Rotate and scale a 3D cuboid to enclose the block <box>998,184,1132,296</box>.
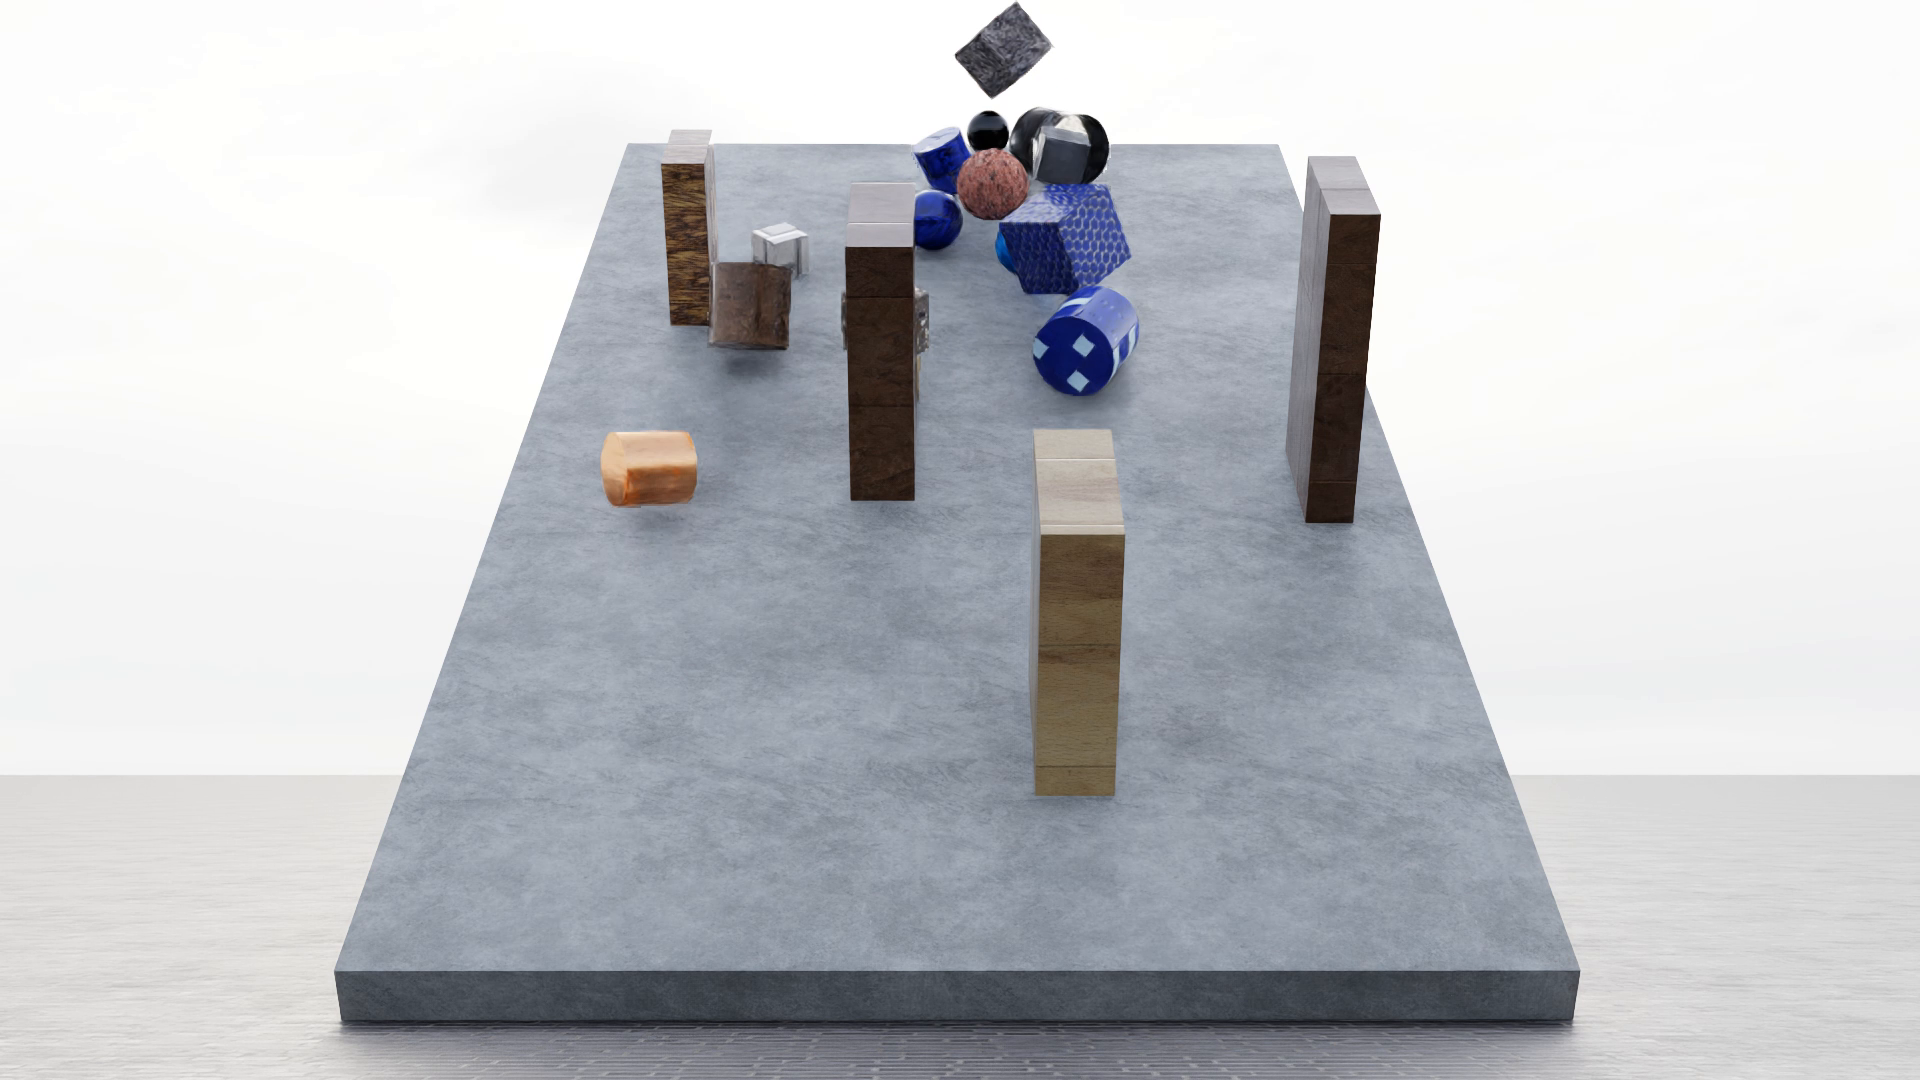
[{"bbox_3d":[0.267,-0.763,6.077,0.205,0.205,0.205,8,39,46],"label":"block"}]

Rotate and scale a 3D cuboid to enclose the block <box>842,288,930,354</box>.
[{"bbox_3d":[-0.185,-0.544,5.949,0.154,0.154,0.154,-23,36,-36],"label":"block"}]

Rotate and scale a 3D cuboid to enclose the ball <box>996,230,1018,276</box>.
[{"bbox_3d":[0.177,-0.786,6.385,0.166,0.166,0.166,0,-5,0],"label":"ball"}]

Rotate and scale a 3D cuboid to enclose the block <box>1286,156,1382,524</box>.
[{"bbox_3d":[0.800,-0.432,5.168,0.103,0.708,0.353,0,29,0],"label":"block"}]

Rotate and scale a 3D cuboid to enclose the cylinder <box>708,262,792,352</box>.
[{"bbox_3d":[-0.513,-0.569,5.860,0.195,0.195,0.195,3,-1,0],"label":"cylinder"}]

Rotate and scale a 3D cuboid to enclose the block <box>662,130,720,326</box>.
[{"bbox_3d":[-0.686,-0.800,6.123,0.106,0.435,0.258,0,29,0],"label":"block"}]

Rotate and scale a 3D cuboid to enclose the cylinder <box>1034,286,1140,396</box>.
[{"bbox_3d":[0.307,-0.482,5.783,0.204,0.204,0.204,-3,25,25],"label":"cylinder"}]

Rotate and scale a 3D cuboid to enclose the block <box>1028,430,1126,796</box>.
[{"bbox_3d":[0.205,0.127,4.322,0.142,0.530,0.404,0,29,0],"label":"block"}]

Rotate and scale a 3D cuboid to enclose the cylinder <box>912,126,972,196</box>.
[{"bbox_3d":[-0.037,-1.078,6.836,0.149,0.149,0.149,-22,26,11],"label":"cylinder"}]

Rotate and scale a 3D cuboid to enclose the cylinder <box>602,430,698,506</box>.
[{"bbox_3d":[-0.668,-0.155,5.143,0.158,0.158,0.158,-4,-3,-28],"label":"cylinder"}]

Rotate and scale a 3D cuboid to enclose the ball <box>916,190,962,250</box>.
[{"bbox_3d":[-0.075,-0.875,6.547,0.166,0.166,0.166,0,-5,0],"label":"ball"}]

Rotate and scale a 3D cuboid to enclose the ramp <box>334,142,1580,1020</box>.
[{"bbox_3d":[-0.012,-0.220,5.619,2.000,0.100,4.000,0,29,0],"label":"ramp"}]

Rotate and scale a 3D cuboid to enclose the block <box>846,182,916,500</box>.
[{"bbox_3d":[-0.170,-0.442,5.298,0.141,0.597,0.392,0,29,0],"label":"block"}]

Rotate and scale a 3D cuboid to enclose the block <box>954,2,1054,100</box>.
[{"bbox_3d":[0.128,-1.433,7.013,0.174,0.174,0.174,-47,11,-27],"label":"block"}]

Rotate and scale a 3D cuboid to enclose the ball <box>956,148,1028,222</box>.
[{"bbox_3d":[0.088,-0.961,6.481,0.195,0.195,0.195,0,-5,0],"label":"ball"}]

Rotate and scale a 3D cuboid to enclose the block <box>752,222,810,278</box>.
[{"bbox_3d":[-0.480,-0.770,6.410,0.110,0.110,0.110,-21,35,-33],"label":"block"}]

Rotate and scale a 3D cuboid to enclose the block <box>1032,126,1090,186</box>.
[{"bbox_3d":[0.262,-0.993,6.203,0.117,0.117,0.117,10,24,-7],"label":"block"}]

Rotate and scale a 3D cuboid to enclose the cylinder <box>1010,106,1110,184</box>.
[{"bbox_3d":[0.285,-1.133,6.892,0.210,0.210,0.210,3,13,-30],"label":"cylinder"}]

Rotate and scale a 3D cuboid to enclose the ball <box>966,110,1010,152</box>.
[{"bbox_3d":[0.081,-1.182,6.945,0.130,0.130,0.130,0,-5,0],"label":"ball"}]
